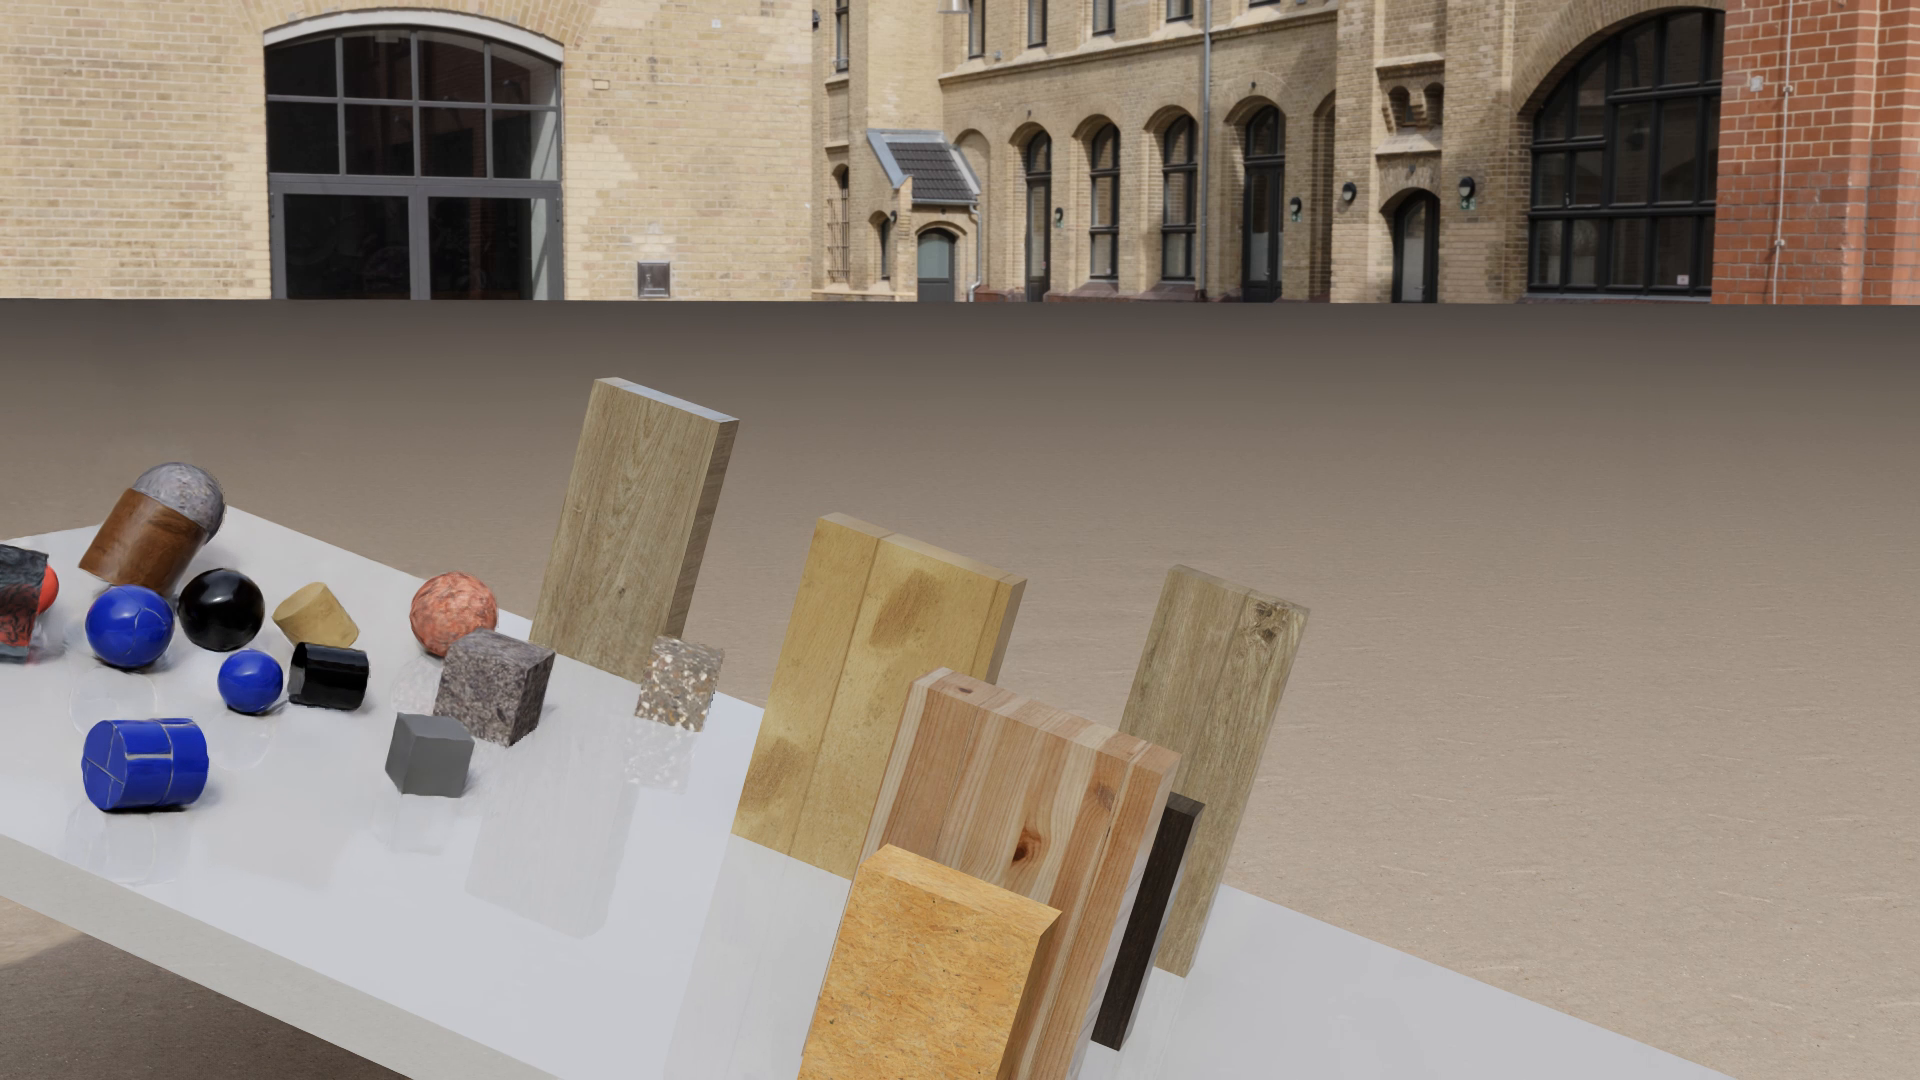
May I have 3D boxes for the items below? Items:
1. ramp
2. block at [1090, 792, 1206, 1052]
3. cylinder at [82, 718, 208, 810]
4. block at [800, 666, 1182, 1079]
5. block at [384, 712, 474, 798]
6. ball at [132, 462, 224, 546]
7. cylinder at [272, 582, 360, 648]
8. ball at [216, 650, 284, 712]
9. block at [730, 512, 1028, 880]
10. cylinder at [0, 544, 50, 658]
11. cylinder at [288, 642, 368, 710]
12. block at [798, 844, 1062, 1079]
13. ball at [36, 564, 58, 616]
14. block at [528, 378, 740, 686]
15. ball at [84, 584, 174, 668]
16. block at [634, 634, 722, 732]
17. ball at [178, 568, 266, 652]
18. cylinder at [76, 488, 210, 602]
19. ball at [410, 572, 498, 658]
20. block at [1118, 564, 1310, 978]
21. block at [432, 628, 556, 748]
[{"bbox_3d":[-0.369,0.711,4.234,4.000,0.100,2.000,19,12,14],"label":"ramp"},{"bbox_3d":[0.169,0.626,3.982,0.421,0.457,0.101,19,12,14],"label":"block"},{"bbox_3d":[-1.389,0.380,3.750,0.149,0.149,0.149,6,2,41],"label":"cylinder"},{"bbox_3d":[0.046,0.586,3.509,0.419,0.652,0.149,19,12,14],"label":"block"},{"bbox_3d":[-1.014,0.412,4.203,0.117,0.117,0.117,9,14,-33],"label":"block"},{"bbox_3d":[-1.775,-0.073,4.980,0.207,0.207,0.207,0,7,0],"label":"ball"},{"bbox_3d":[-1.361,0.178,4.648,0.129,0.129,0.129,-25,25,13],"label":"cylinder"},{"bbox_3d":[-1.389,0.276,4.306,0.125,0.125,0.125,0,7,0],"label":"ball"},{"bbox_3d":[-0.165,0.333,4.359,0.412,0.674,0.107,19,12,14],"label":"block"},{"bbox_3d":[-1.874,0.107,4.203,0.210,0.210,0.210,12,2,-22],"label":"cylinder"},{"bbox_3d":[-1.279,0.277,4.451,0.125,0.125,0.125,11,1,-31],"label":"cylinder"},{"bbox_3d":[-0.055,0.718,3.333,0.290,0.418,0.128,19,12,14],"label":"block"},{"bbox_3d":[-1.896,0.095,4.462,0.124,0.124,0.124,0,7,0],"label":"ball"},{"bbox_3d":[-0.776,-0.020,5.217,0.330,0.659,0.117,19,12,14],"label":"block"},{"bbox_3d":[-1.642,0.170,4.351,0.166,0.166,0.166,0,7,0],"label":"ball"},{"bbox_3d":[-0.642,0.328,5.027,0.154,0.154,0.154,15,11,-5],"label":"block"},{"bbox_3d":[-1.540,0.146,4.586,0.174,0.174,0.174,0,7,0],"label":"ball"},{"bbox_3d":[-1.738,0.021,4.681,0.195,0.195,0.195,26,-14,7],"label":"cylinder"},{"bbox_3d":[-1.144,0.170,4.972,0.195,0.195,0.195,0,7,0],"label":"ball"},{"bbox_3d":[0.440,0.458,4.363,0.277,0.771,0.090,19,12,14],"label":"block"},{"bbox_3d":[-0.977,0.307,4.609,0.174,0.174,0.174,18,11,5],"label":"block"}]
